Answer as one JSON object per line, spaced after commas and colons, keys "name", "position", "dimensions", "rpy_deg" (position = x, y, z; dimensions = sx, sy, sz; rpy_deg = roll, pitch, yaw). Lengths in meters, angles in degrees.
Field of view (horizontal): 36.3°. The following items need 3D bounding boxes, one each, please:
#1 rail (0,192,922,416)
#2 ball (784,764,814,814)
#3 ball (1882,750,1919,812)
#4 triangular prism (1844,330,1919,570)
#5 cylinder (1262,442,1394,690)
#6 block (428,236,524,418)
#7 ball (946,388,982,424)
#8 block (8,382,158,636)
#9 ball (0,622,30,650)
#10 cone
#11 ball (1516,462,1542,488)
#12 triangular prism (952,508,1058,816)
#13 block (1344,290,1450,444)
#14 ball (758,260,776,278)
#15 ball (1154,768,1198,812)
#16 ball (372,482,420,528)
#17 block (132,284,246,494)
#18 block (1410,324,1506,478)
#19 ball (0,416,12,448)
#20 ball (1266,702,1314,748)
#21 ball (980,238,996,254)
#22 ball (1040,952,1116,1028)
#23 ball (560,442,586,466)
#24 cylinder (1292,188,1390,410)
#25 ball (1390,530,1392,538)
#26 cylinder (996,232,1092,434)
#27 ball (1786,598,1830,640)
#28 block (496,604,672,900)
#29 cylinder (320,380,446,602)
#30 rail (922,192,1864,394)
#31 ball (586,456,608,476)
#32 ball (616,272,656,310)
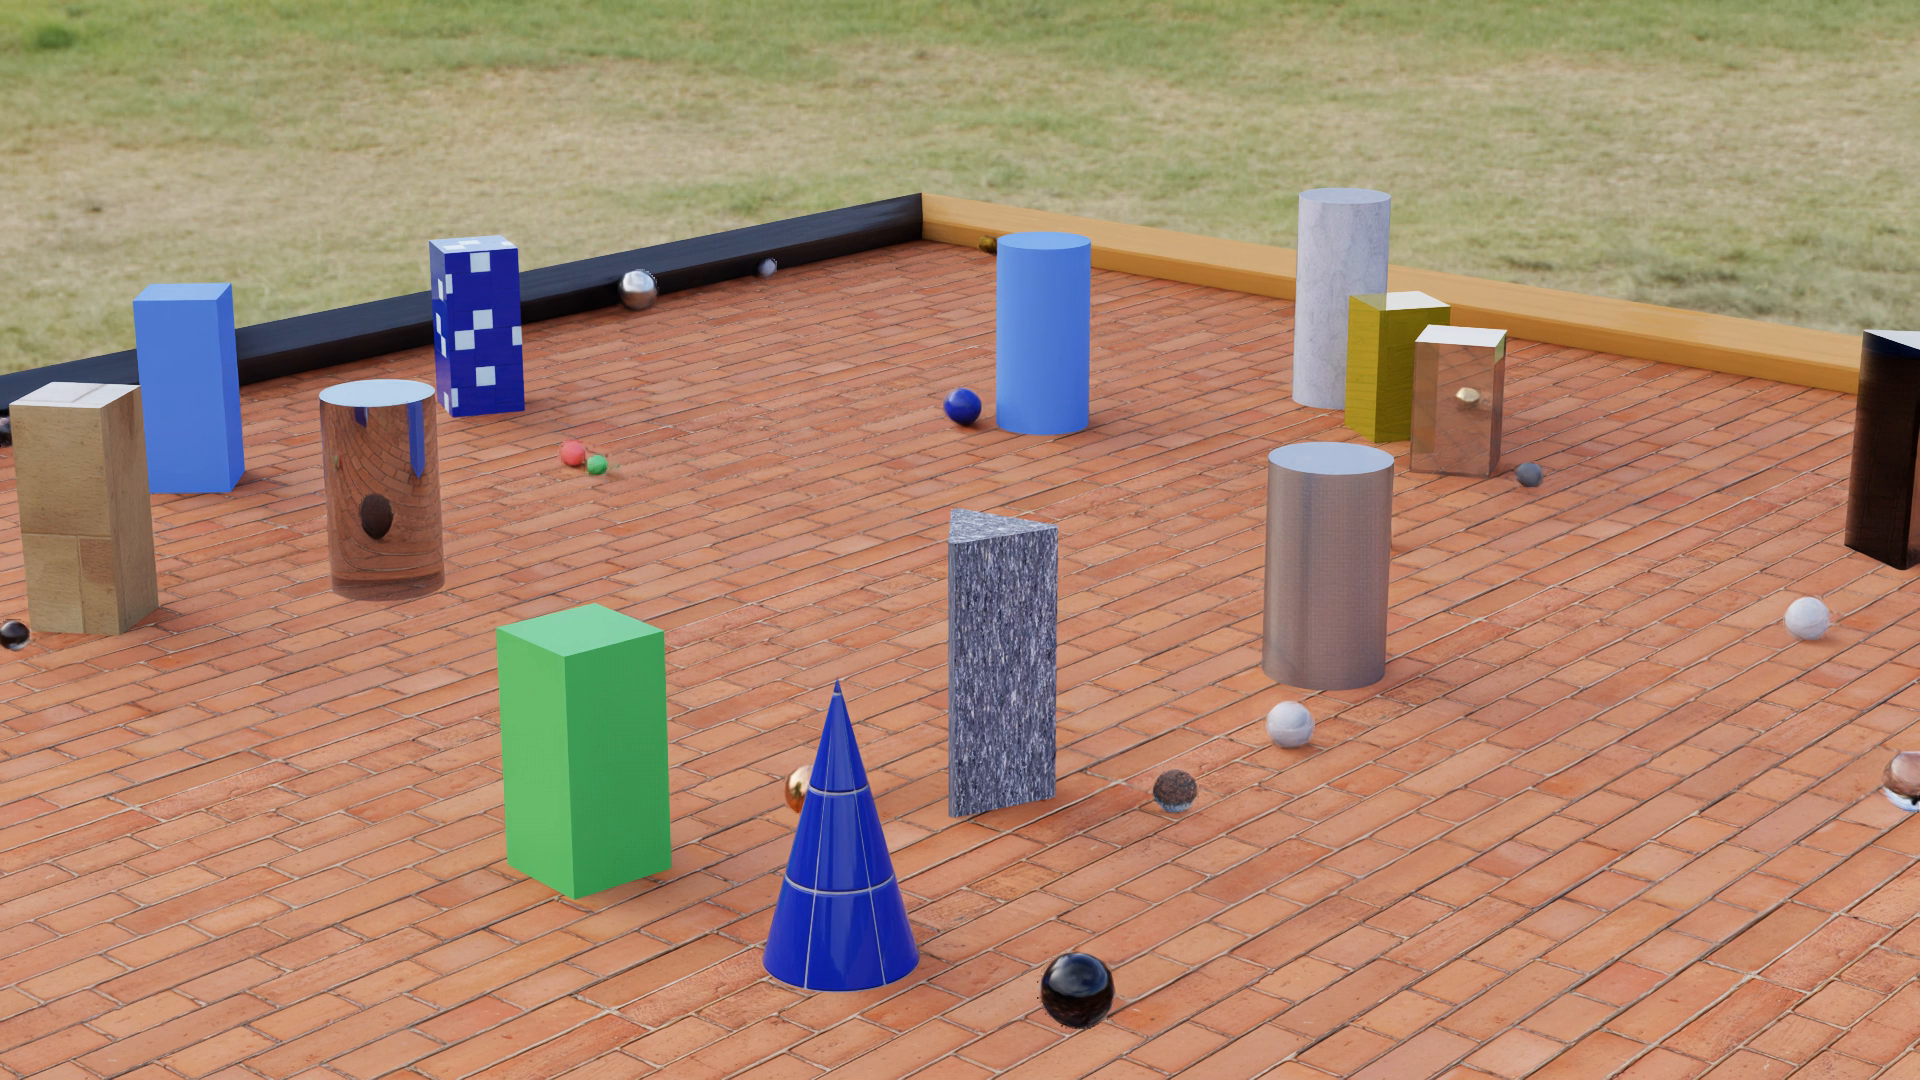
{"name": "rail", "position": [-1.671, -0.386, 6.509], "dimensions": [0.045, 0.129, 4.821], "rpy_deg": [14, 22, 39]}
{"name": "ball", "position": [-0.211, 0.355, 4.149], "dimensions": [0.074, 0.074, 0.074], "rpy_deg": [0, 17, 0]}
{"name": "ball", "position": [1.356, 0.343, 4.164], "dimensions": [0.088, 0.088, 0.088], "rpy_deg": [0, 17, 0]}
{"name": "triangular prism", "position": [1.694, -0.172, 5.322], "dimensions": [0.149, 0.406, 0.172], "rpy_deg": [14, 22, 38]}
{"name": "cylinder", "position": [0.589, 0.040, 4.703], "dimensions": [0.199, 0.356, 0.199], "rpy_deg": [0, 17, 0]}
{"name": "block", "position": [-1.051, -0.467, 6.380], "dimensions": [0.159, 0.360, 0.159], "rpy_deg": [-7, 18, -21]}
{"name": "ball", "position": [0.008, -0.285, 6.266], "dimensions": [0.077, 0.077, 0.077], "rpy_deg": [0, 17, 0]}
{"name": "block", "position": [-1.476, -0.054, 4.951], "dimensions": [0.159, 0.394, 0.159], "rpy_deg": [3, 17, 9]}
{"name": "ball", "position": [-1.563, 0.158, 4.844], "dimensions": [0.049, 0.049, 0.049], "rpy_deg": [0, 17, 0]}
{"name": "cone", "position": [-0.150, 0.348, 3.647], "dimensions": [0.199, 0.377, 0.199], "rpy_deg": [0, 17, 0]}
{"name": "ball", "position": [1.125, -0.129, 5.796], "dimensions": [0.051, 0.051, 0.051], "rpy_deg": [0, 17, 0]}
{"name": "triangular prism", "position": [0.027, 0.168, 4.195], "dimensions": [0.172, 0.405, 0.149], "rpy_deg": [-9, 19, -27]}
{"name": "block", "position": [0.921, -0.366, 6.179], "dimensions": [0.159, 0.283, 0.159], "rpy_deg": [-5, 17, -15]}
{"name": "ball", "position": [-0.511, -0.719, 7.760], "dimensions": [0.047, 0.047, 0.047], "rpy_deg": [0, 17, 0]}
{"name": "ball", "position": [0.306, 0.356, 4.165], "dimensions": [0.062, 0.062, 0.062], "rpy_deg": [0, 17, 0]}
{"name": "ball", "position": [-1.062, -0.067, 5.525], "dimensions": [0.087, 0.087, 0.087], "rpy_deg": [0, 17, 0]}
{"name": "block", "position": [-1.518, -0.300, 5.781], "dimensions": [0.159, 0.386, 0.159], "rpy_deg": [-1, 17, -3]}
{"name": "block", "position": [1.005, -0.280, 5.916], "dimensions": [0.159, 0.270, 0.159], "rpy_deg": [5, 18, 18]}
{"name": "ball", "position": [-1.976, -0.226, 6.090], "dimensions": [0.067, 0.067, 0.067], "rpy_deg": [0, 17, 0]}
{"name": "ball", "position": [0.496, 0.278, 4.411], "dimensions": [0.071, 0.071, 0.071], "rpy_deg": [0, 17, 0]}
{"name": "ball", "position": [0.077, -0.810, 8.066], "dimensions": [0.045, 0.045, 0.045], "rpy_deg": [0, 17, 0]}
{"name": "ball", "position": [0.141, 0.539, 3.510], "dimensions": [0.090, 0.090, 0.090], "rpy_deg": [0, 17, 0]}
{"name": "ball", "position": [-0.785, -0.175, 5.947], "dimensions": [0.050, 0.050, 0.050], "rpy_deg": [0, 17, 0]}
{"name": "cylinder", "position": [0.835, -0.530, 6.429], "dimensions": [0.199, 0.454, 0.199], "rpy_deg": [0, 17, 0]}
{"name": "ball", "position": [0.769, -0.016, 5.408], "dimensions": [0.057, 0.057, 0.057], "rpy_deg": [0, 17, 0]}
{"name": "cylinder", "position": [0.177, -0.440, 6.228], "dimensions": [0.199, 0.397, 0.199], "rpy_deg": [0, 17, 0]}
{"name": "ball", "position": [1.415, 0.131, 4.893], "dimensions": [0.072, 0.072, 0.072], "rpy_deg": [0, 17, 0]}
{"name": "block", "position": [-0.503, 0.281, 3.934], "dimensions": [0.159, 0.340, 0.159], "rpy_deg": [-14, 22, -40]}
{"name": "cylinder", "position": [-1.013, -0.089, 5.144], "dimensions": [0.199, 0.349, 0.199], "rpy_deg": [0, 17, 0]}
{"name": "rail", "position": [1.565, -0.487, 6.845], "dimensions": [4.472, 0.129, 0.045], "rpy_deg": [14, 22, 39]}
{"name": "ball", "position": [-0.728, -0.150, 5.879], "dimensions": [0.041, 0.041, 0.041], "rpy_deg": [0, 17, 0]}
{"name": "ball", "position": [-0.812, -0.625, 7.358], "dimensions": [0.099, 0.099, 0.099], "rpy_deg": [0, 17, 0]}
